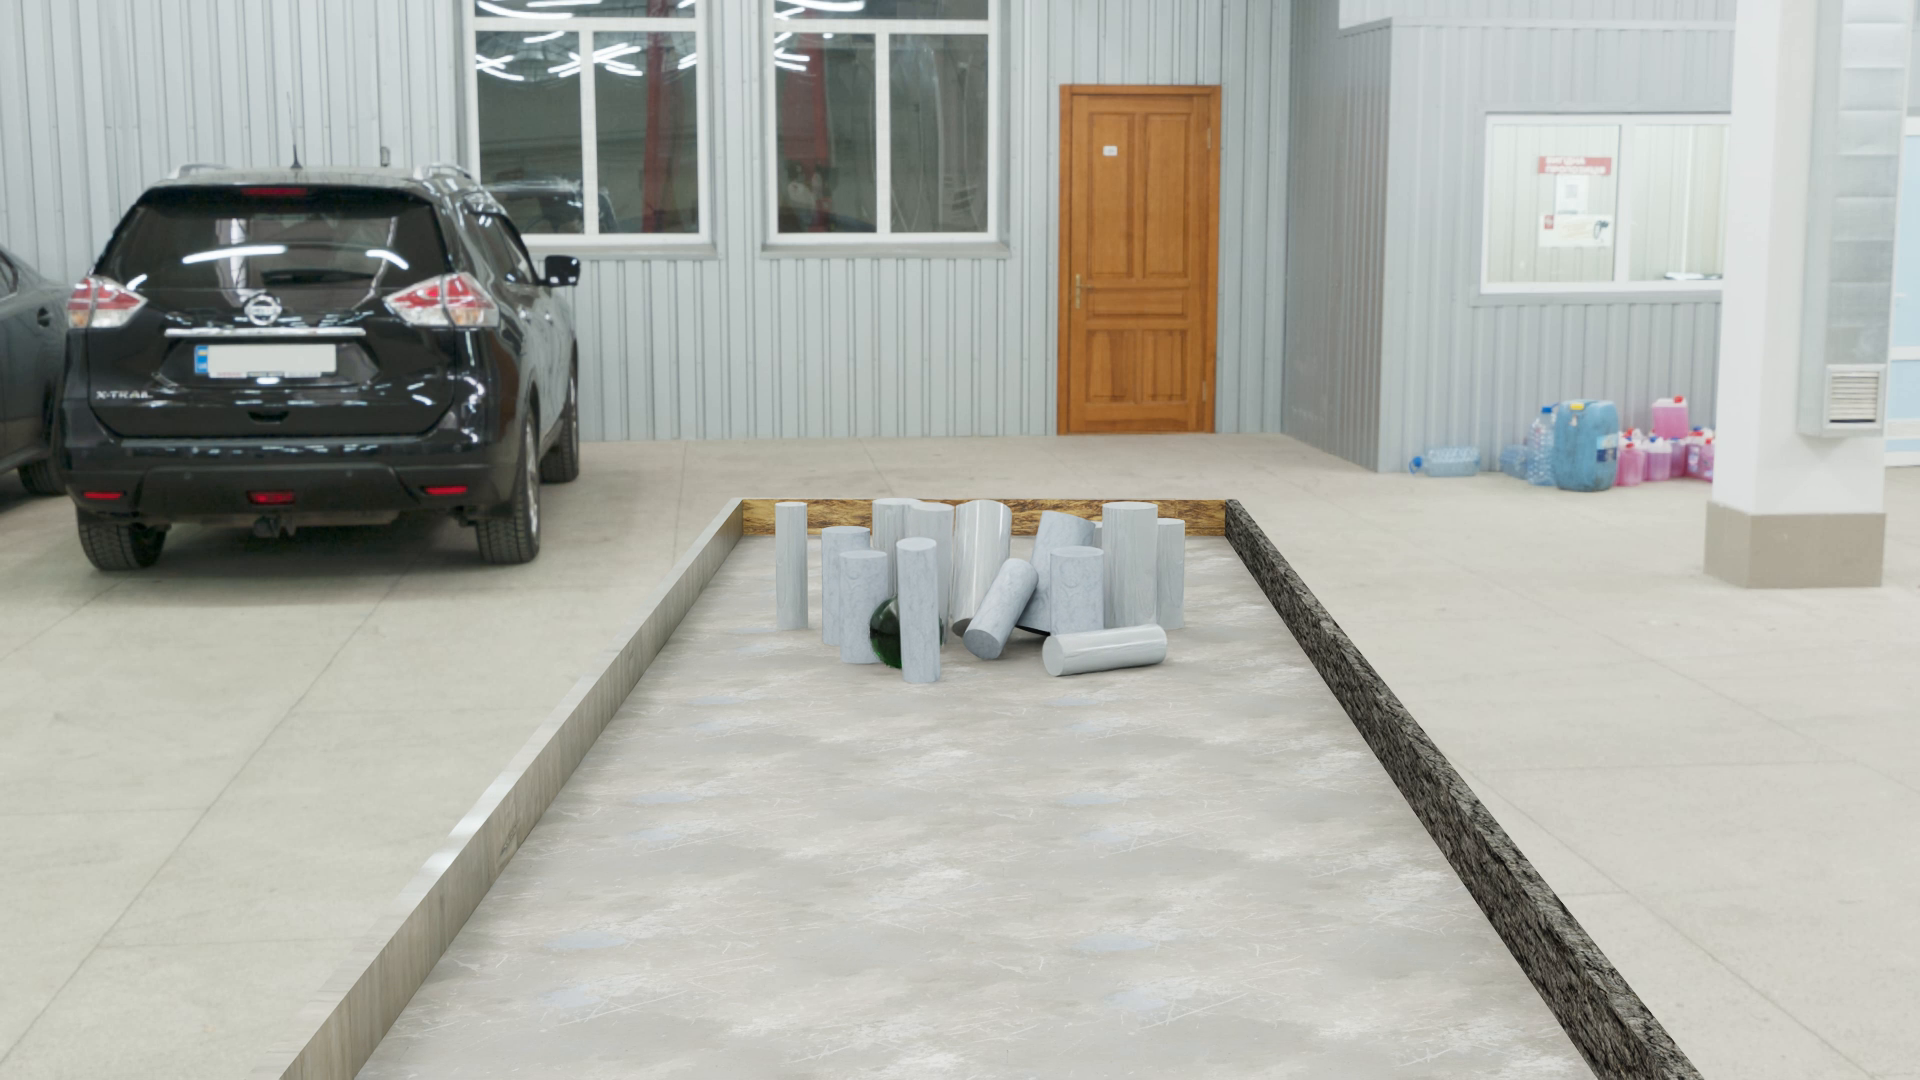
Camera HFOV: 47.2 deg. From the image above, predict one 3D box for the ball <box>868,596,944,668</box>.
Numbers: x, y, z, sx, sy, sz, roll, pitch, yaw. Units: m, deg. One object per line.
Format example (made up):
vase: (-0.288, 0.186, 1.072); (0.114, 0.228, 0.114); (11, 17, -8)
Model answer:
ball: (-0.161, 0.274, 6.566); (0.225, 0.225, 0.225); (0, 9, 0)

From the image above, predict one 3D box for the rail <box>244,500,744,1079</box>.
rail: (-1.004, 0.839, 3.234); (0.050, 0.150, 12.000); (0, 9, 1)

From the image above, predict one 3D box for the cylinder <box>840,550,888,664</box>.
cylinder: (-0.293, 0.204, 6.687); (0.146, 0.324, 0.146); (0, 9, 0)

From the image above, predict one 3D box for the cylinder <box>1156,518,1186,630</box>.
cylinder: (0.664, 0.110, 7.206); (0.141, 0.347, 0.141); (0, 9, 0)

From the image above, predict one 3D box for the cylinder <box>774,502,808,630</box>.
cylinder: (-0.550, 0.083, 7.192); (0.104, 0.405, 0.104); (0, 9, 0)

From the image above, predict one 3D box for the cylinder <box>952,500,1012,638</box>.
cylinder: (0.071, 0.096, 7.000); (0.174, 0.418, 0.174); (3, -28, 1)

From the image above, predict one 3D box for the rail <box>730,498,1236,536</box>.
rail: (0.099, -0.098, 9.147); (2.100, 0.150, 0.050); (0, 9, 1)

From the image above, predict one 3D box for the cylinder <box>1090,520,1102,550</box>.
cylinder: (0.402, 0.117, 7.189); (0.173, 0.339, 0.173); (0, 9, 0)

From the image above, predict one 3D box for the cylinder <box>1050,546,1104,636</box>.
cylinder: (0.355, 0.198, 6.666); (0.162, 0.334, 0.162); (-1, 12, 0)

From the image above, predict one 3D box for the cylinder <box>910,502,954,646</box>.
cylinder: (-0.096, 0.108, 6.904); (0.136, 0.436, 0.136); (3, 12, -1)

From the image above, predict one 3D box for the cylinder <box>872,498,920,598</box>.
cylinder: (-0.206, 0.079, 7.190); (0.159, 0.414, 0.159); (0, 9, 0)

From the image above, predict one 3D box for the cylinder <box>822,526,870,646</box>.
cylinder: (-0.360, 0.144, 6.952); (0.154, 0.359, 0.154); (0, 9, 0)

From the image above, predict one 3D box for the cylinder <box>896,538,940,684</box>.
cylinder: (-0.119, 0.204, 6.369); (0.114, 0.409, 0.114); (-2, 19, 1)

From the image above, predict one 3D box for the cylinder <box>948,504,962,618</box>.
cylinder: (0.058, 0.076, 7.237); (0.175, 0.366, 0.175); (4, -12, 1)

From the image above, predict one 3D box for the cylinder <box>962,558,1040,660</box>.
cylinder: (0.128, 0.211, 6.782); (0.126, 0.126, 0.326); (4, 42, 26)

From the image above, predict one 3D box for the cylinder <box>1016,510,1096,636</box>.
cylinder: (0.301, 0.112, 6.981); (0.176, 0.376, 0.176); (14, -7, 2)

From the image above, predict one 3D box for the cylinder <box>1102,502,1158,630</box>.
cylinder: (0.532, 0.110, 6.907); (0.173, 0.441, 0.173); (0, 9, 0)

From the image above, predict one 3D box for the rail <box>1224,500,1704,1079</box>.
rail: (1.046, 0.843, 3.208); (0.050, 0.150, 12.000); (0, 9, 1)

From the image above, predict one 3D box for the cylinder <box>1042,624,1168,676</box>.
cylinder: (0.434, 0.327, 6.560); (0.366, 0.120, 0.120); (-5, 10, -29)
